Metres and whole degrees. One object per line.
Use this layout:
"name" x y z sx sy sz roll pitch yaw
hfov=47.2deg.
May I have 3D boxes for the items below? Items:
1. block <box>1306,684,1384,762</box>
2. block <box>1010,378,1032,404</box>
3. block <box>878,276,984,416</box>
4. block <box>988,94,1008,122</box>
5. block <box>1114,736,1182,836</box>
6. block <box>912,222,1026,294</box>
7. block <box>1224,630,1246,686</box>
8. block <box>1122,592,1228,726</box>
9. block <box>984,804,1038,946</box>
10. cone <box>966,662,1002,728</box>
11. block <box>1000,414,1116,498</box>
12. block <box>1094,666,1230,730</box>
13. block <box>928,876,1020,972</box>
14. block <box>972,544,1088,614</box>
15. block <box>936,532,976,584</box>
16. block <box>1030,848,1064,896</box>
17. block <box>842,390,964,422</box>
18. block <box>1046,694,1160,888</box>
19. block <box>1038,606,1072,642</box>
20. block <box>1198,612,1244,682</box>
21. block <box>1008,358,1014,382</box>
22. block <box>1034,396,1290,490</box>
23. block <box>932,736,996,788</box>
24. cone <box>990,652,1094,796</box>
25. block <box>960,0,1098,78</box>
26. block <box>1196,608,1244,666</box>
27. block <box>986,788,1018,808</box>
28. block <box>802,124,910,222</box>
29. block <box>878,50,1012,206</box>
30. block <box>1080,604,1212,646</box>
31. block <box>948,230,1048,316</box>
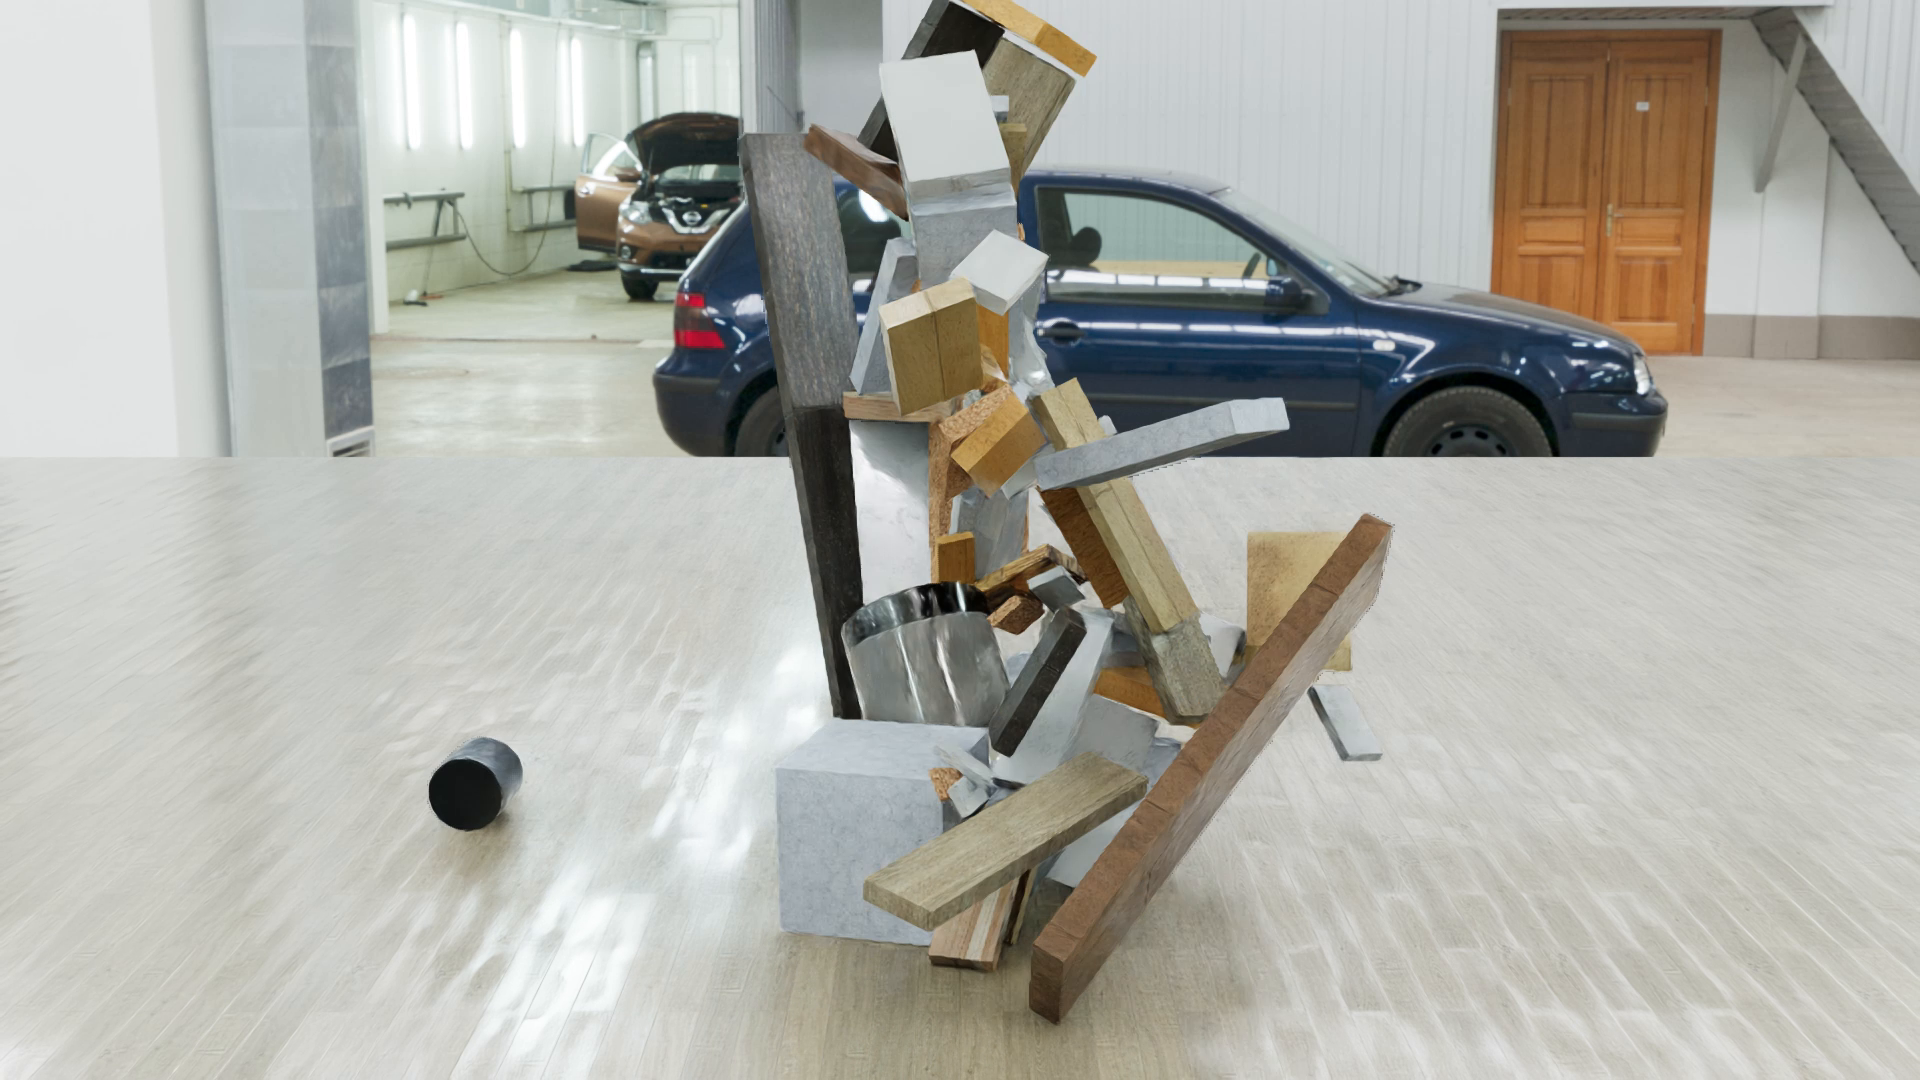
"block" 0.678 0.323 3.875 0.078 0.022 0.156 2 47 -30
"block" 0.048 -0.174 3.539 0.095 0.027 0.191 -42 13 43
"block" -0.037 -0.257 2.940 0.122 0.035 0.244 -21 -24 -6
"block" 0.028 -0.694 3.651 0.096 0.027 0.192 2 -8 -1
"block" 0.228 0.431 3.747 0.310 0.155 0.044 -4 12 -23
"block" 0.012 -0.471 3.779 0.127 0.036 0.254 1 -21 -17
"block" 0.492 0.236 4.021 0.030 0.105 0.211 -23 -4 -41
"block" 0.360 0.193 3.624 0.117 0.234 0.033 1 -33 -34
"block" 0.064 0.527 3.468 0.102 0.203 0.029 10 -18 21
"cone" 0.049 0.396 4.456 0.212 0.212 0.212 5 38 23
"block" 0.165 -0.141 3.767 0.120 0.034 0.239 -27 -4 -26
"block" 0.347 0.255 3.736 0.310 0.044 0.155 20 16 -12
"block" 0.027 0.564 3.394 0.102 0.029 0.203 3 51 18
"block" 0.115 0.080 3.910 0.105 0.030 0.211 28 -42 -34
"block" -0.008 0.048 3.930 0.066 0.131 0.019 -11 39 -12
"block" 0.106 0.539 3.585 0.065 0.130 0.018 36 -19 6
"block" -0.048 -0.257 4.101 0.176 0.050 0.352 -9 10 -35
"block" 0.201 0.414 3.660 0.155 0.310 0.044 23 -3 -11
"block" 0.146 0.303 3.870 0.030 0.391 0.105 14 -27 -9
"block" 0.437 0.189 3.814 0.078 0.022 0.156 22 35 6
"block" 0.023 -0.343 3.608 0.129 0.037 0.258 -6 39 7
"block" 0.312 -0.149 3.423 0.356 0.050 0.178 -16 -4 35
"block" 0.006 0.343 3.394 0.099 0.014 0.049 35 16 3
"cone" 0.101 0.418 4.237 0.289 0.289 0.289 10 41 43
"block" 0.095 -0.903 3.816 0.147 0.042 0.294 21 16 -47
"block" 0.425 0.173 3.887 0.078 0.022 0.156 -10 37 -27
"block" 0.115 0.416 3.499 0.102 0.029 0.203 9 5 13
"block" -0.123 -0.646 3.947 0.167 0.047 0.335 7 25 -44
"block" -0.025 -0.635 3.369 0.153 0.043 0.306 -9 47 -5
"block" 0.312 0.150 3.721 0.202 0.029 0.101 15 -2 -23
"block" 0.055 -0.388 3.177 0.091 0.026 0.182 27 35 7
